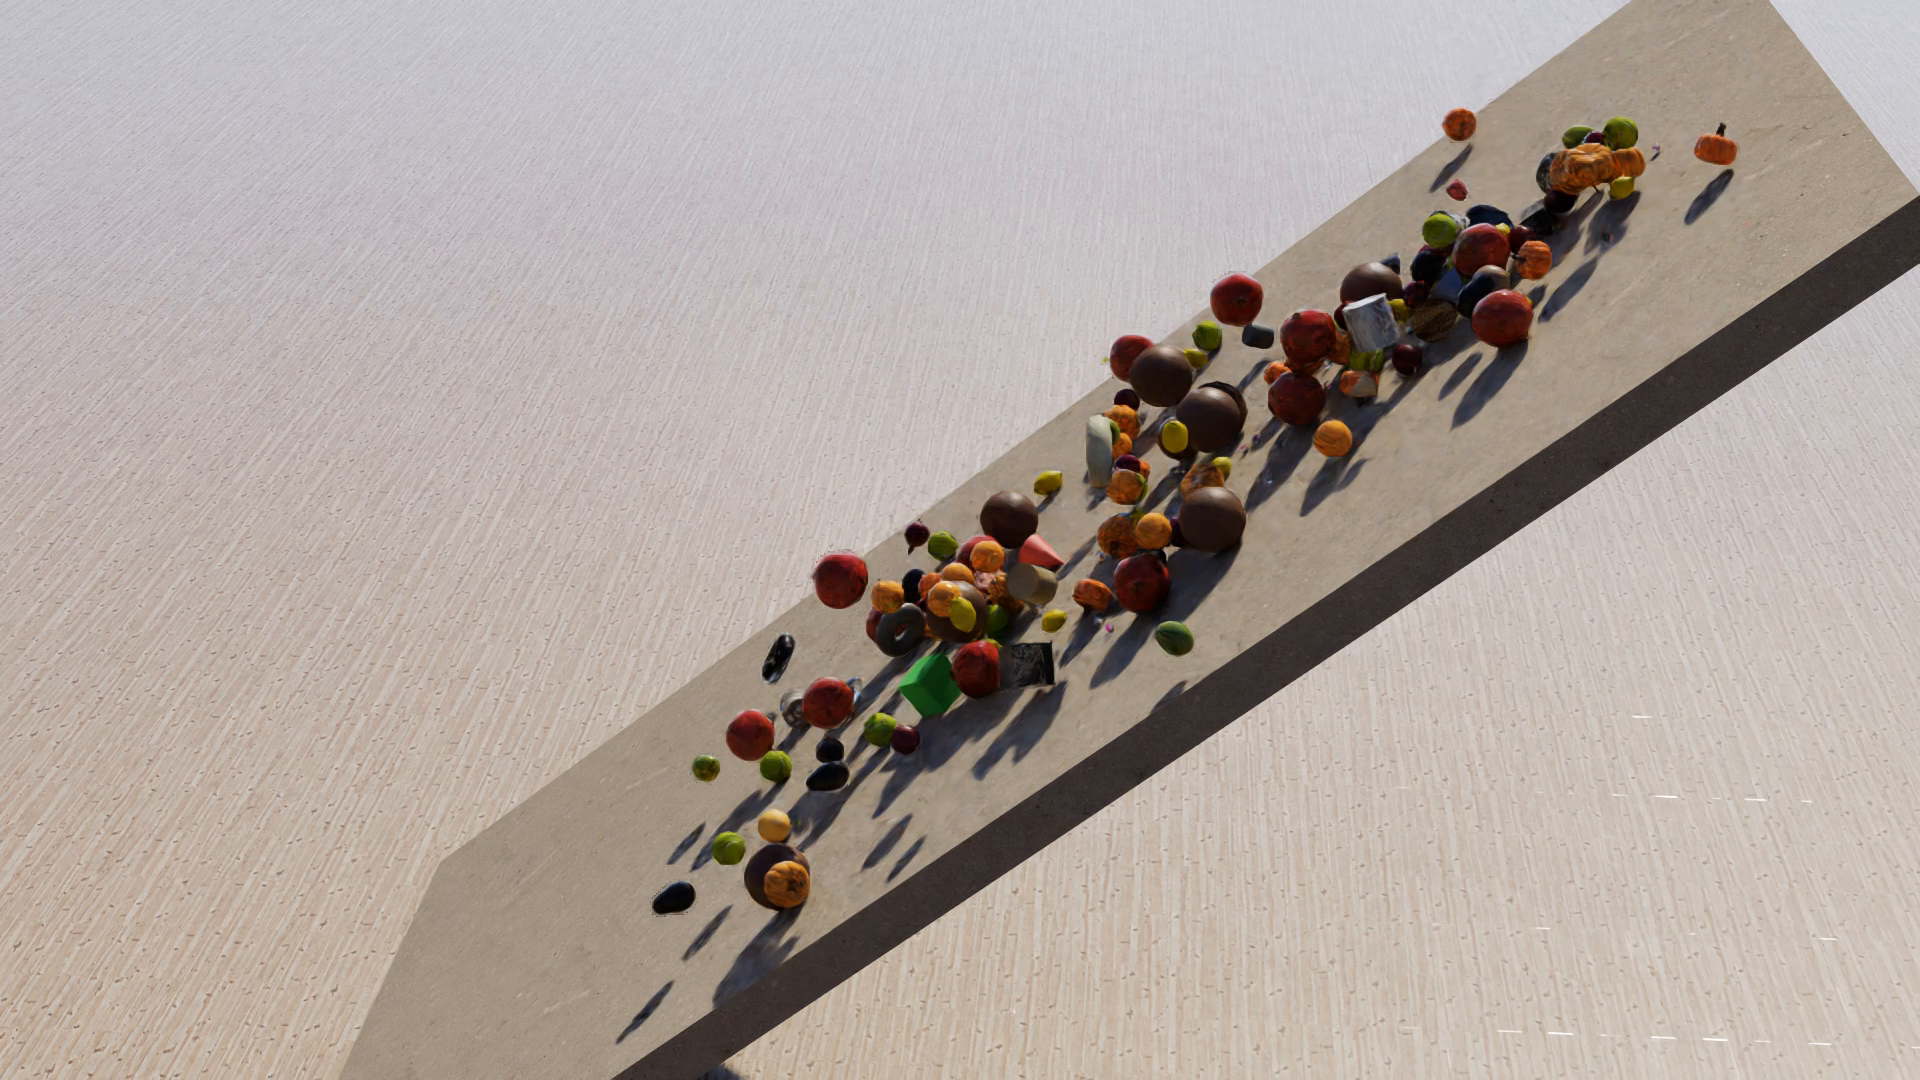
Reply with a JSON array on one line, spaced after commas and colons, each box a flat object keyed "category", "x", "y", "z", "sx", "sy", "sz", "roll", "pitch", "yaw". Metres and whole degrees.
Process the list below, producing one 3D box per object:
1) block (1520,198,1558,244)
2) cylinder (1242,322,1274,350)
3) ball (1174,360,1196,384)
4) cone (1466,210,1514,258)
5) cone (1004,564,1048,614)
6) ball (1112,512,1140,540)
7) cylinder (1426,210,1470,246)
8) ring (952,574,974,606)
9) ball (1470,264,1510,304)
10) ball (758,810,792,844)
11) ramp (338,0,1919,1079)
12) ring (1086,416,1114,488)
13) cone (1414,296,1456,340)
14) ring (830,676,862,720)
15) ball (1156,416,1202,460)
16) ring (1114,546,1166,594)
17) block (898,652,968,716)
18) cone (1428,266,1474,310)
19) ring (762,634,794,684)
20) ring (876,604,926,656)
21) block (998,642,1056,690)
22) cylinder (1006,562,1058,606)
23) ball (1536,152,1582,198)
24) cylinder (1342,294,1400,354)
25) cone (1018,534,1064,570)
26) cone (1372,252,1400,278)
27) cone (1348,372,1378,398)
[{"category": "block", "x": 1.155, "y": -0.636, "z": 5.865, "sx": 0.056, "sy": 0.056, "sz": 0.056, "roll": -33, "pitch": 17, "yaw": 25}, {"category": "cylinder", "x": 0.654, "y": -0.448, "z": 6.453, "sx": 0.053, "sy": 0.053, "sz": 0.053, "roll": 9, "pitch": 20, "yaw": -21}, {"category": "ball", "x": 0.513, "y": -0.381, "z": 6.681, "sx": 0.051, "sy": 0.051, "sz": 0.051, "roll": 0, "pitch": 24, "yaw": 0}, {"category": "cone", "x": 1.084, "y": -0.615, "z": 5.990, "sx": 0.097, "sy": 0.097, "sz": 0.097, "roll": 7, "pitch": -2, "yaw": 15}, {"category": "cone", "x": 0.148, "y": 0.113, "z": 6.161, "sx": 0.094, "sy": 0.094, "sz": 0.094, "roll": -6, "pitch": 69, "yaw": -14}, {"category": "ball", "x": 0.344, "y": -0.029, "z": 6.099, "sx": 0.059, "sy": 0.059, "sz": 0.059, "roll": 0, "pitch": 24, "yaw": 0}, {"category": "cylinder", "x": 0.996, "y": -0.634, "z": 5.989, "sx": 0.065, "sy": 0.065, "sz": 0.065, "roll": 8, "pitch": 14, "yaw": -40}, {"category": "ring", "x": 0.022, "y": 0.107, "z": 6.537, "sx": 0.096, "sy": 0.032, "sz": 0.096, "roll": -37, "pitch": 16, "yaw": 12}, {"category": "ball", "x": 1.033, "y": -0.497, "z": 5.730, "sx": 0.078, "sy": 0.078, "sz": 0.078, "roll": 0, "pitch": 24, "yaw": 0}, {"category": "ball", "x": -0.384, "y": 0.593, "z": 6.091, "sx": 0.070, "sy": 0.070, "sz": 0.070, "roll": 0, "pitch": 24, "yaw": 0}, {"category": "ramp", "x": 0.122, "y": 0.184, "z": 6.337, "sx": 4.000, "sy": 0.100, "sz": 2.000, "roll": -36, "pitch": 16, "yaw": 18}, {"category": "ring", "x": 0.276, "y": -0.174, "z": 5.821, "sx": 0.049, "sy": 0.146, "sz": 0.146, "roll": -3, "pitch": 24, "yaw": 1}, {"category": "cone", "x": 0.916, "y": -0.446, "z": 5.805, "sx": 0.090, "sy": 0.090, "sz": 0.090, "roll": -8, "pitch": 17, "yaw": -18}, {"category": "ring", "x": -0.250, "y": 0.348, "z": 6.465, "sx": 0.036, "sy": 0.108, "sz": 0.108, "roll": 32, "pitch": 24, "yaw": -6}, {"category": "ball", "x": 0.466, "y": -0.217, "z": 6.261, "sx": 0.095, "sy": 0.095, "sz": 0.095, "roll": 0, "pitch": 24, "yaw": 0}, {"category": "ring", "x": 0.358, "y": 0.059, "z": 5.864, "sx": 0.121, "sy": 0.040, "sz": 0.121, "roll": -37, "pitch": 17, "yaw": 13}, {"category": "block", "x": -0.056, "y": 0.300, "z": 6.090, "sx": 0.087, "sy": 0.087, "sz": 0.087, "roll": -18, "pitch": 27, "yaw": 54}, {"category": "cone", "x": 0.983, "y": -0.481, "z": 5.807, "sx": 0.085, "sy": 0.085, "sz": 0.085, "roll": 41, "pitch": 37, "yaw": 13}, {"category": "ring", "x": -0.424, "y": 0.277, "z": 6.864, "sx": 0.042, "sy": 0.127, "sz": 0.127, "roll": 25, "pitch": 22, "yaw": -9}, {"category": "ring", "x": -0.128, "y": 0.194, "z": 6.349, "sx": 0.126, "sy": 0.126, "sz": 0.042, "roll": -18, "pitch": 36, "yaw": -36}, {"category": "block", "x": 0.129, "y": 0.246, "z": 5.730, "sx": 0.082, "sy": 0.082, "sz": 0.082, "roll": -3, "pitch": -7, "yaw": -20}, {"category": "cylinder", "x": 0.145, "y": 0.089, "z": 5.921, "sx": 0.074, "sy": 0.074, "sz": 0.074, "roll": 17, "pitch": -1, "yaw": 34}, {"category": "ball", "x": 1.210, "y": -0.737, "z": 5.939, "sx": 0.093, "sy": 0.093, "sz": 0.093, "roll": 0, "pitch": 24, "yaw": 0}, {"category": "cylinder", "x": 0.805, "y": -0.423, "z": 5.759, "sx": 0.091, "sy": 0.091, "sz": 0.091, "roll": -21, "pitch": 9, "yaw": 3}, {"category": "cone", "x": 0.190, "y": 0.042, "z": 6.302, "sx": 0.091, "sy": 0.091, "sz": 0.091, "roll": 15, "pitch": 28, "yaw": 39}, {"category": "cone", "x": 0.895, "y": -0.579, "z": 6.214, "sx": 0.055, "sy": 0.055, "sz": 0.055, "roll": -6, "pitch": 24, "yaw": -11}, {"category": "cone", "x": 0.761, "y": -0.285, "z": 5.603, "sx": 0.052, "sy": 0.052, "sz": 0.052, "roll": -31, "pitch": 31, "yaw": -9}]
